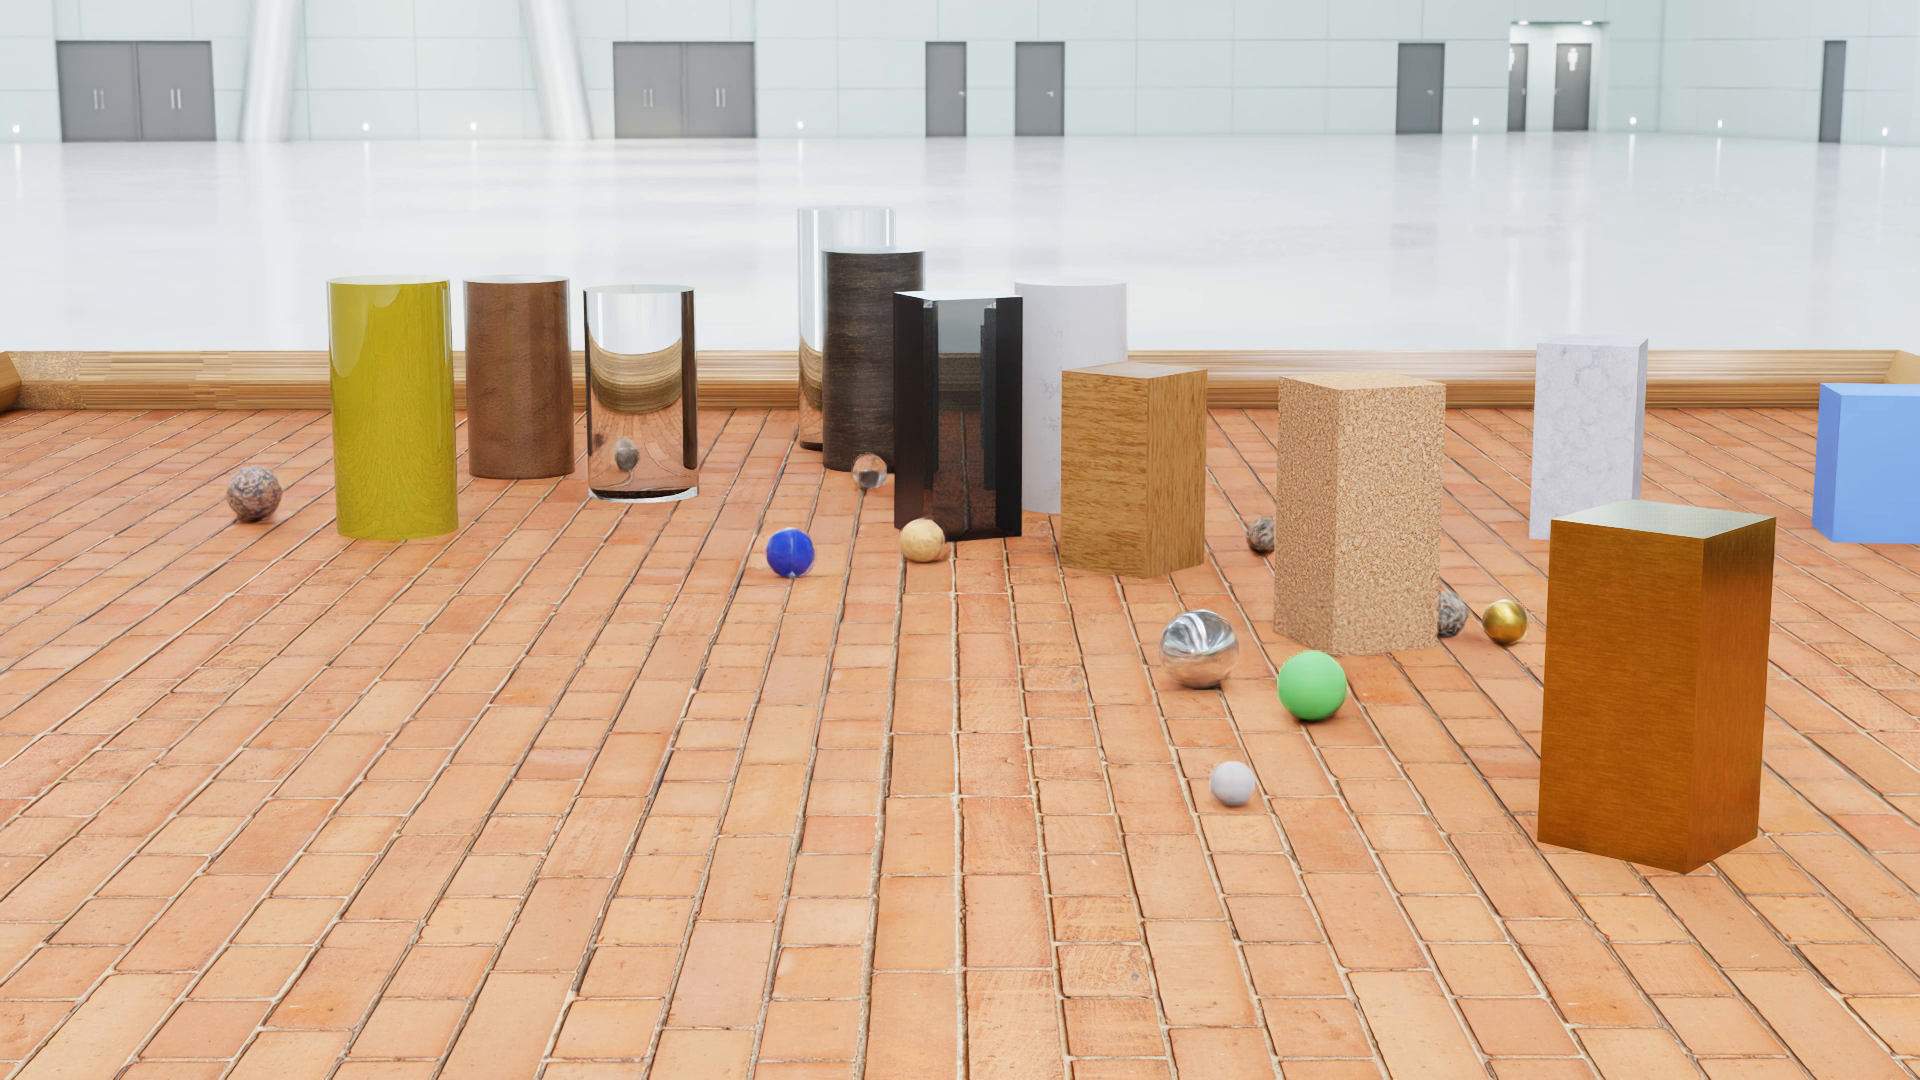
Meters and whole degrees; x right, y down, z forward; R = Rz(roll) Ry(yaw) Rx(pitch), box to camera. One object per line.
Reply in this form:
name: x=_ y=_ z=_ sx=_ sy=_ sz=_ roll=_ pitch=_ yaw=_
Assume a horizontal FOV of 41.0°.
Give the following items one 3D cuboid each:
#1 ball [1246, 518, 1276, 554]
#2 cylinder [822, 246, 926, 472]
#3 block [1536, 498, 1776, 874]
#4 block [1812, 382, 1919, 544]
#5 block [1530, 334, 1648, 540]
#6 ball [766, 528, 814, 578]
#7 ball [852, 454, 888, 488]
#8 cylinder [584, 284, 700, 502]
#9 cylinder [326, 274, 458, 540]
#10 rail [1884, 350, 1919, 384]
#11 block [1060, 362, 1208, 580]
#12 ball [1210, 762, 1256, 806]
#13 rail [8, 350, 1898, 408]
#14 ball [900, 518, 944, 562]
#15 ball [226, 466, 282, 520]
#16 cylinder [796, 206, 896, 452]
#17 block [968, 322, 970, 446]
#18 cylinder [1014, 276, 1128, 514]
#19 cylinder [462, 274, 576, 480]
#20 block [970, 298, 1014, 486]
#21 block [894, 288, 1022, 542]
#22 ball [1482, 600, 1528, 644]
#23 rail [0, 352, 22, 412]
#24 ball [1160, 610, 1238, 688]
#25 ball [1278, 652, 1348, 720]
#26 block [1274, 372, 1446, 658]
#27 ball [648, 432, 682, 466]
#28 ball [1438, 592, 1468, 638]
ball: x=0.456 y=-0.006 z=3.840 sx=0.055 sy=0.055 sz=0.055 roll=0 pitch=11 yaw=0
cylinder: x=-0.156 y=-0.330 z=4.656 sx=0.189 sy=0.393 sz=0.189 roll=0 pitch=11 yaw=0
block: x=0.652 y=0.132 z=2.406 sx=0.151 sy=0.310 sz=0.151 roll=9 pitch=14 yaw=40
block: x=1.422 y=-0.120 z=3.982 sx=0.151 sy=0.228 sz=0.151 roll=1 pitch=11 yaw=7
block: x=0.977 y=-0.160 z=3.985 sx=0.151 sy=0.304 sz=0.151 roll=4 pitch=11 yaw=20
ball: x=-0.243 y=0.018 z=3.668 sx=0.071 sy=0.071 sz=0.071 roll=0 pitch=11 yaw=0
ball: x=-0.155 y=-0.119 z=4.430 sx=0.060 sy=0.060 sz=0.060 roll=0 pitch=11 yaw=0
cylinder: x=-0.539 y=-0.251 z=4.351 sx=0.189 sy=0.349 sz=0.189 roll=0 pitch=11 yaw=0
cylinder: x=-0.887 y=-0.211 z=4.014 sx=0.189 sy=0.393 sz=0.189 roll=0 pitch=11 yaw=0
rail: x=1.983 y=0.029 z=3.461 sx=0.045 sy=0.122 sz=4.073 roll=0 pitch=11 yaw=0
block: x=0.253 y=-0.105 z=3.734 sx=0.151 sy=0.288 sz=0.151 roll=9 pitch=14 yaw=38
ball: x=0.270 y=0.241 z=2.543 sx=0.044 sy=0.044 sz=0.044 roll=0 pitch=11 yaw=0
rail: x=-0.012 y=-0.337 z=5.428 sx=4.014 sy=0.122 sz=0.045 roll=0 pitch=11 yaw=0
ball: x=-0.056 y=0.001 z=3.778 sx=0.065 sy=0.065 sz=0.065 roll=0 pitch=11 yaw=0
ball: x=-1.136 y=-0.075 z=4.125 sx=0.086 sy=0.086 sz=0.086 roll=0 pitch=11 yaw=0
cylinder: x=-0.215 y=-0.405 z=4.894 sx=0.189 sy=0.453 sz=0.189 roll=0 pitch=11 yaw=0
block: x=0.117 y=-0.293 z=4.884 sx=0.151 sy=0.237 sz=0.151 roll=-5 pitch=12 yaw=-27
cylinder: x=0.183 y=-0.242 z=4.240 sx=0.189 sy=0.372 sz=0.189 roll=0 pitch=11 yaw=0
cylinder: x=-0.788 y=-0.294 z=4.586 sx=0.189 sy=0.347 sz=0.189 roll=0 pitch=11 yaw=0
block: x=0.105 y=-0.261 z=4.503 sx=0.151 sy=0.313 sz=0.151 roll=2 pitch=11 yaw=10
block: x=-0.004 y=-0.196 z=3.992 sx=0.151 sy=0.372 sz=0.151 roll=-5 pitch=12 yaw=-24
ball: x=0.690 y=0.104 z=3.248 sx=0.056 sy=0.056 sz=0.056 roll=0 pitch=11 yaw=0
rail: x=-1.983 y=0.034 z=3.438 sx=0.045 sy=0.122 sz=4.073 roll=0 pitch=11 yaw=0
ball: x=0.282 y=0.128 z=3.021 sx=0.092 sy=0.092 sz=0.092 roll=0 pitch=11 yaw=0
ball: x=0.394 y=0.163 z=2.870 sx=0.077 sy=0.077 sz=0.077 roll=0 pitch=11 yaw=0
block: x=0.503 y=-0.036 z=3.244 sx=0.151 sy=0.333 sz=0.151 roll=-4 pitch=11 yaw=-22
ball: x=-0.538 y=-0.167 z=4.683 sx=0.062 sy=0.062 sz=0.062 roll=0 pitch=11 yaw=0
ball: x=0.621 y=0.095 z=3.286 sx=0.059 sy=0.059 sz=0.059 roll=0 pitch=11 yaw=0
